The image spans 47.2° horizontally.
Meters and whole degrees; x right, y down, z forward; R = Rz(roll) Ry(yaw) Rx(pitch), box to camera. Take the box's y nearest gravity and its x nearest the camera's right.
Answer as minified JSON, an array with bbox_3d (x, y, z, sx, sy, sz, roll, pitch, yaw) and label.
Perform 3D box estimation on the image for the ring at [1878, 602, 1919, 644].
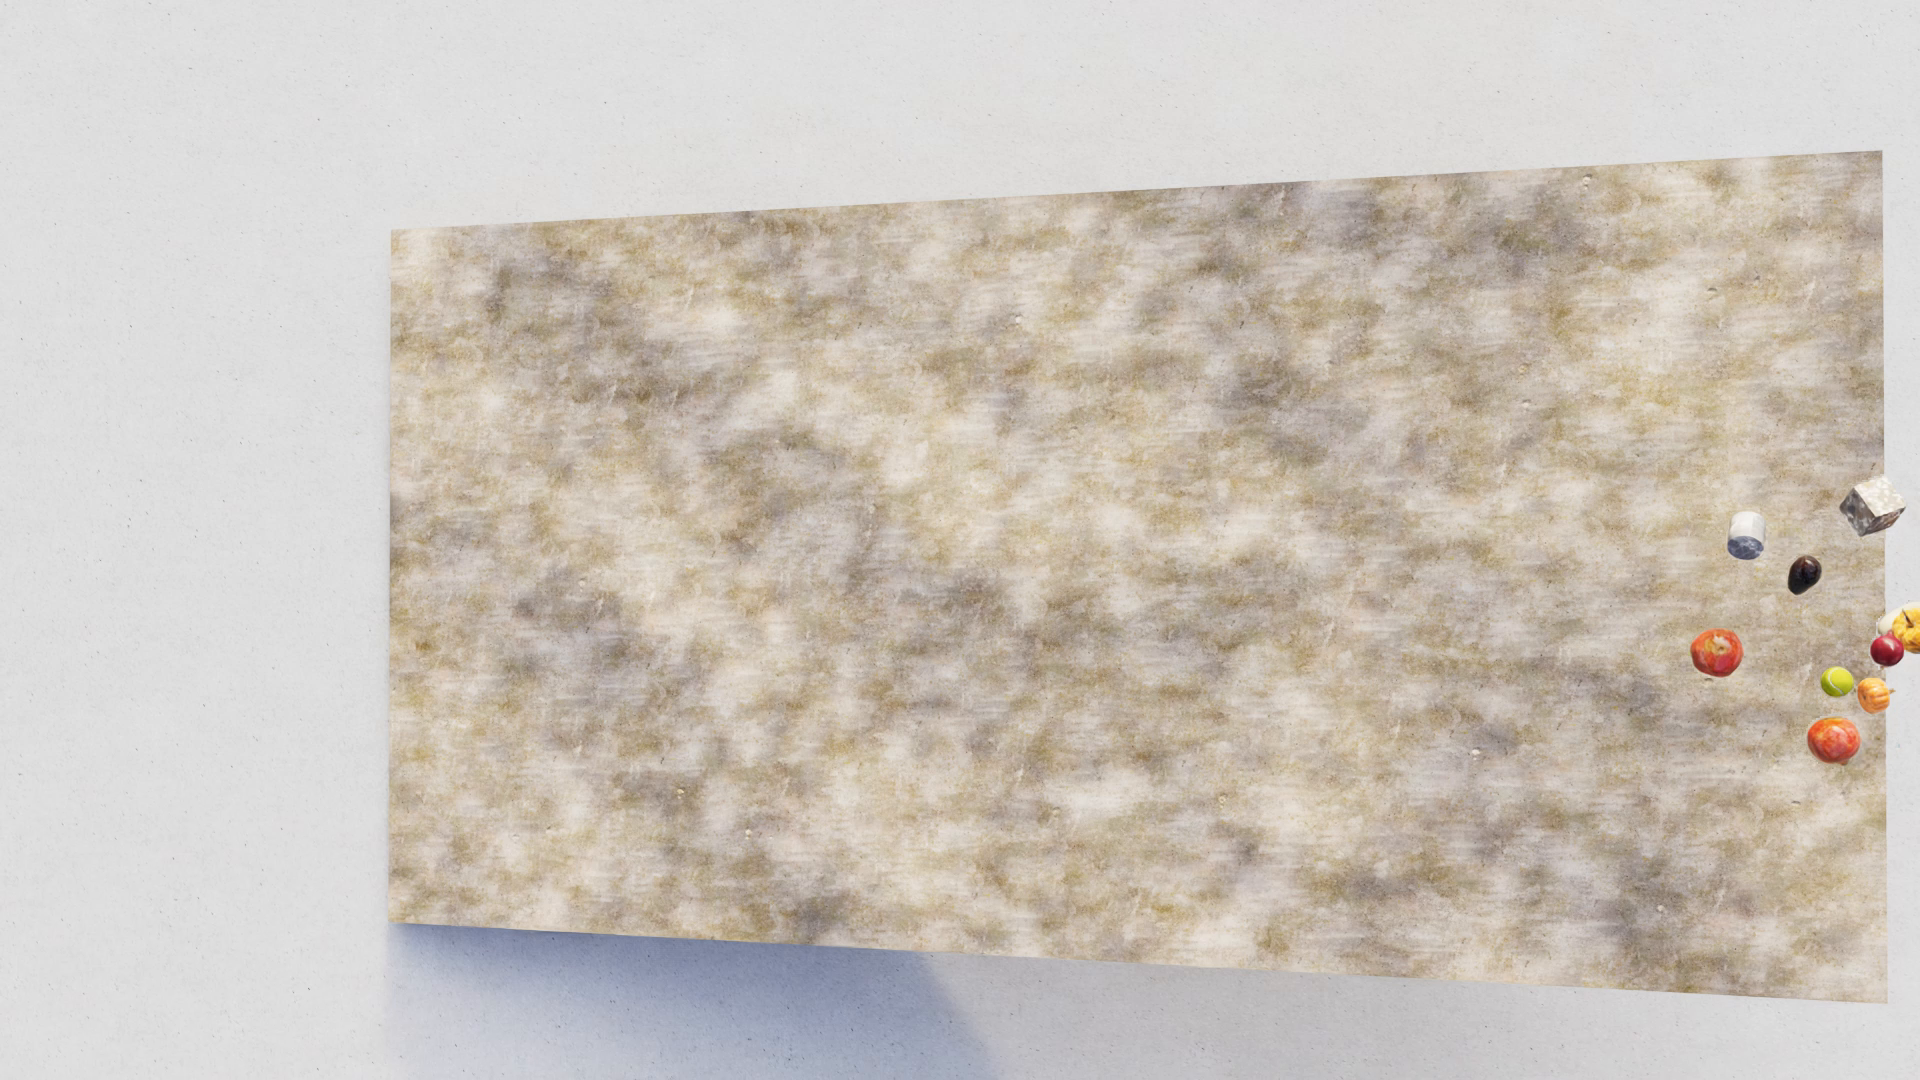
[{"bbox_3d":[1.960,0.169,4.531,0.136,0.136,0.045,-28,97,0],"label":"ring"}]

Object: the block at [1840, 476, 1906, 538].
[{"bbox_3d":[1.809,-0.065,4.358,0.076,0.076,0.076,-17,60,-15],"label":"block"}]

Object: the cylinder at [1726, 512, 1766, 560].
[{"bbox_3d":[1.762,-0.009,4.925,0.077,0.077,0.077,24,51,0],"label":"cylinder"}]

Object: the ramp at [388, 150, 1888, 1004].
[{"bbox_3d":[0.275,0.093,5.800,4.000,0.100,2.000,0,89,18],"label":"ramp"}]
